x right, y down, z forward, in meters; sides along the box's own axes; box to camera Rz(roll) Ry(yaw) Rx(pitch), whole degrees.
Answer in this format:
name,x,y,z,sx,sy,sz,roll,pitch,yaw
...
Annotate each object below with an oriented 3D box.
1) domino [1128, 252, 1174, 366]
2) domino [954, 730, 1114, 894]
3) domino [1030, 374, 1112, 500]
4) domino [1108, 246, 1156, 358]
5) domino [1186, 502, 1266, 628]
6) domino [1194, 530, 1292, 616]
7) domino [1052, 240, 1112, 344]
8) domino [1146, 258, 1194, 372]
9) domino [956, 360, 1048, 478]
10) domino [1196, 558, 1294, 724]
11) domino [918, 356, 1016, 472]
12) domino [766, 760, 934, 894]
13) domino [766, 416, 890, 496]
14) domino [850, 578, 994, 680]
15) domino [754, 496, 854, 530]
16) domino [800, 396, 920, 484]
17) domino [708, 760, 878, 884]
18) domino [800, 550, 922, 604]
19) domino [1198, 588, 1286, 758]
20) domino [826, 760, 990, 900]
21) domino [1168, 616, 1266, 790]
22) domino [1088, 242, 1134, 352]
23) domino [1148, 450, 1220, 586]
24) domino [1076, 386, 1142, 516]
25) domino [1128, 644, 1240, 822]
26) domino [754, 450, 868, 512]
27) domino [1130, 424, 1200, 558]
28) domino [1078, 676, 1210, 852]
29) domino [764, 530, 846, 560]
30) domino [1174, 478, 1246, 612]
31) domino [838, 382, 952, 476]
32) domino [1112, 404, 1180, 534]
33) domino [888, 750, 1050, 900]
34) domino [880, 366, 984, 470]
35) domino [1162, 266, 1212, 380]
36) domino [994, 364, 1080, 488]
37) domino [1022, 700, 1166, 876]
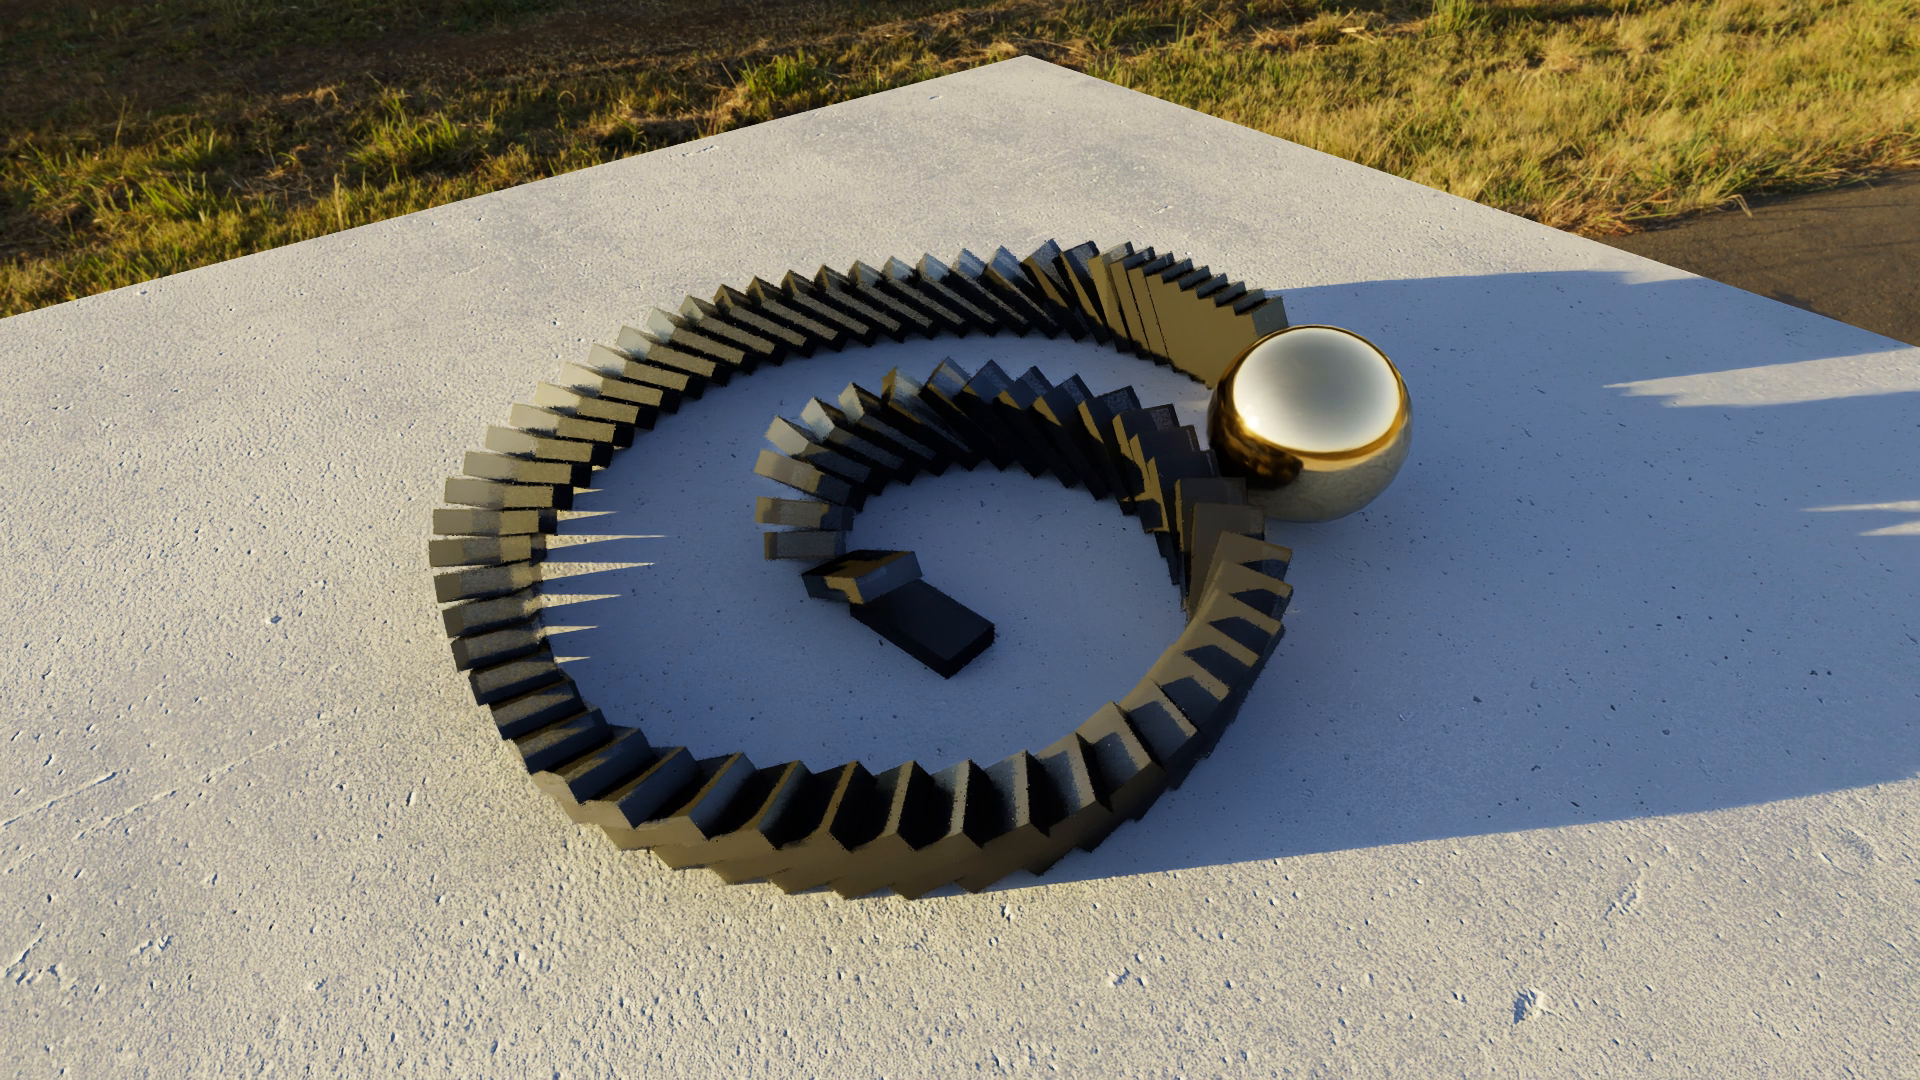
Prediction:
name,x,y,z,sx,sy,sz,roll,pitch,yaw
domino,0.103,-0.116,0.555,0.025,0.050,0.009,-32,21,-33
domino,0.019,0.080,0.323,0.050,0.010,0.025,-35,38,17
domino,0.055,-0.045,0.475,0.025,0.010,0.050,-35,89,-35
domino,0.094,-0.121,0.560,0.025,0.050,0.010,-32,21,-33
domino,0.098,0.012,0.405,0.025,0.009,0.050,5,80,6
domino,0.098,0.024,0.391,0.025,0.009,0.050,17,81,18
domino,0.071,-0.130,0.576,0.025,0.010,0.050,-30,91,-36
domino,0.111,-0.112,0.549,0.025,0.050,0.010,-32,21,-33
domino,0.023,-0.054,0.485,0.050,0.010,0.025,45,45,-8
domino,0.092,0.034,0.378,0.025,0.010,0.050,24,83,24
domino,0.007,-0.056,0.488,0.050,0.010,0.025,41,39,-13
domino,-0.032,0.084,0.319,0.050,0.009,0.025,-26,30,29
domino,-0.055,-0.035,0.461,0.025,0.009,0.050,38,10,39
domino,-0.014,0.030,0.407,0.050,0.010,0.025,30,48,31
domino,-0.060,-0.010,0.432,0.025,0.009,0.050,5,0,8
domino,-0.042,-0.042,0.471,0.050,0.010,0.025,24,20,-43
domino,-0.049,0.083,0.320,0.050,0.009,0.025,-24,28,32
domino,-0.037,0.013,0.407,0.025,0.009,0.050,-25,12,-27
domino,0.084,0.044,0.367,0.025,0.009,0.050,30,86,30
domino,-0.015,0.084,0.318,0.050,0.010,0.025,-28,31,26
domino,0.073,0.053,0.357,0.025,0.009,0.050,34,88,34
domino,0.084,-0.125,0.565,0.025,0.050,0.009,-34,21,-35
domino,0.092,-0.009,0.432,0.025,0.009,0.050,-8,78,-9
domino,0.071,-0.038,0.467,0.025,0.010,0.050,-21,82,-24
domino,0.062,0.061,0.347,0.050,0.009,0.025,-51,52,1
domino,-0.059,-0.024,0.447,0.025,0.010,0.050,18,-2,21
domino,0.088,-0.020,0.445,0.025,0.009,0.050,-11,78,-14
domino,0.049,0.069,0.337,0.050,0.010,0.025,-45,47,5
domino,-0.058,0.001,0.419,0.025,0.010,0.050,-1,1,-1
domino,0.096,0.002,0.418,0.025,0.010,0.050,0,78,-1
domino,-0.028,-0.048,0.478,0.050,0.009,0.025,27,24,-36
domino,0.083,-0.030,0.457,0.025,0.010,0.050,-12,79,-16
domino,0.002,0.083,0.319,0.050,0.009,0.025,-30,34,23
domino,-0.012,-0.053,0.485,0.050,0.010,0.025,32,32,-25
domino,0.118,-0.107,0.543,0.025,0.050,0.010,-33,21,-33
domino,0.040,-0.050,0.481,0.050,0.010,0.025,50,50,-3
domino,0.035,0.074,0.330,0.050,0.010,0.025,-42,43,10
